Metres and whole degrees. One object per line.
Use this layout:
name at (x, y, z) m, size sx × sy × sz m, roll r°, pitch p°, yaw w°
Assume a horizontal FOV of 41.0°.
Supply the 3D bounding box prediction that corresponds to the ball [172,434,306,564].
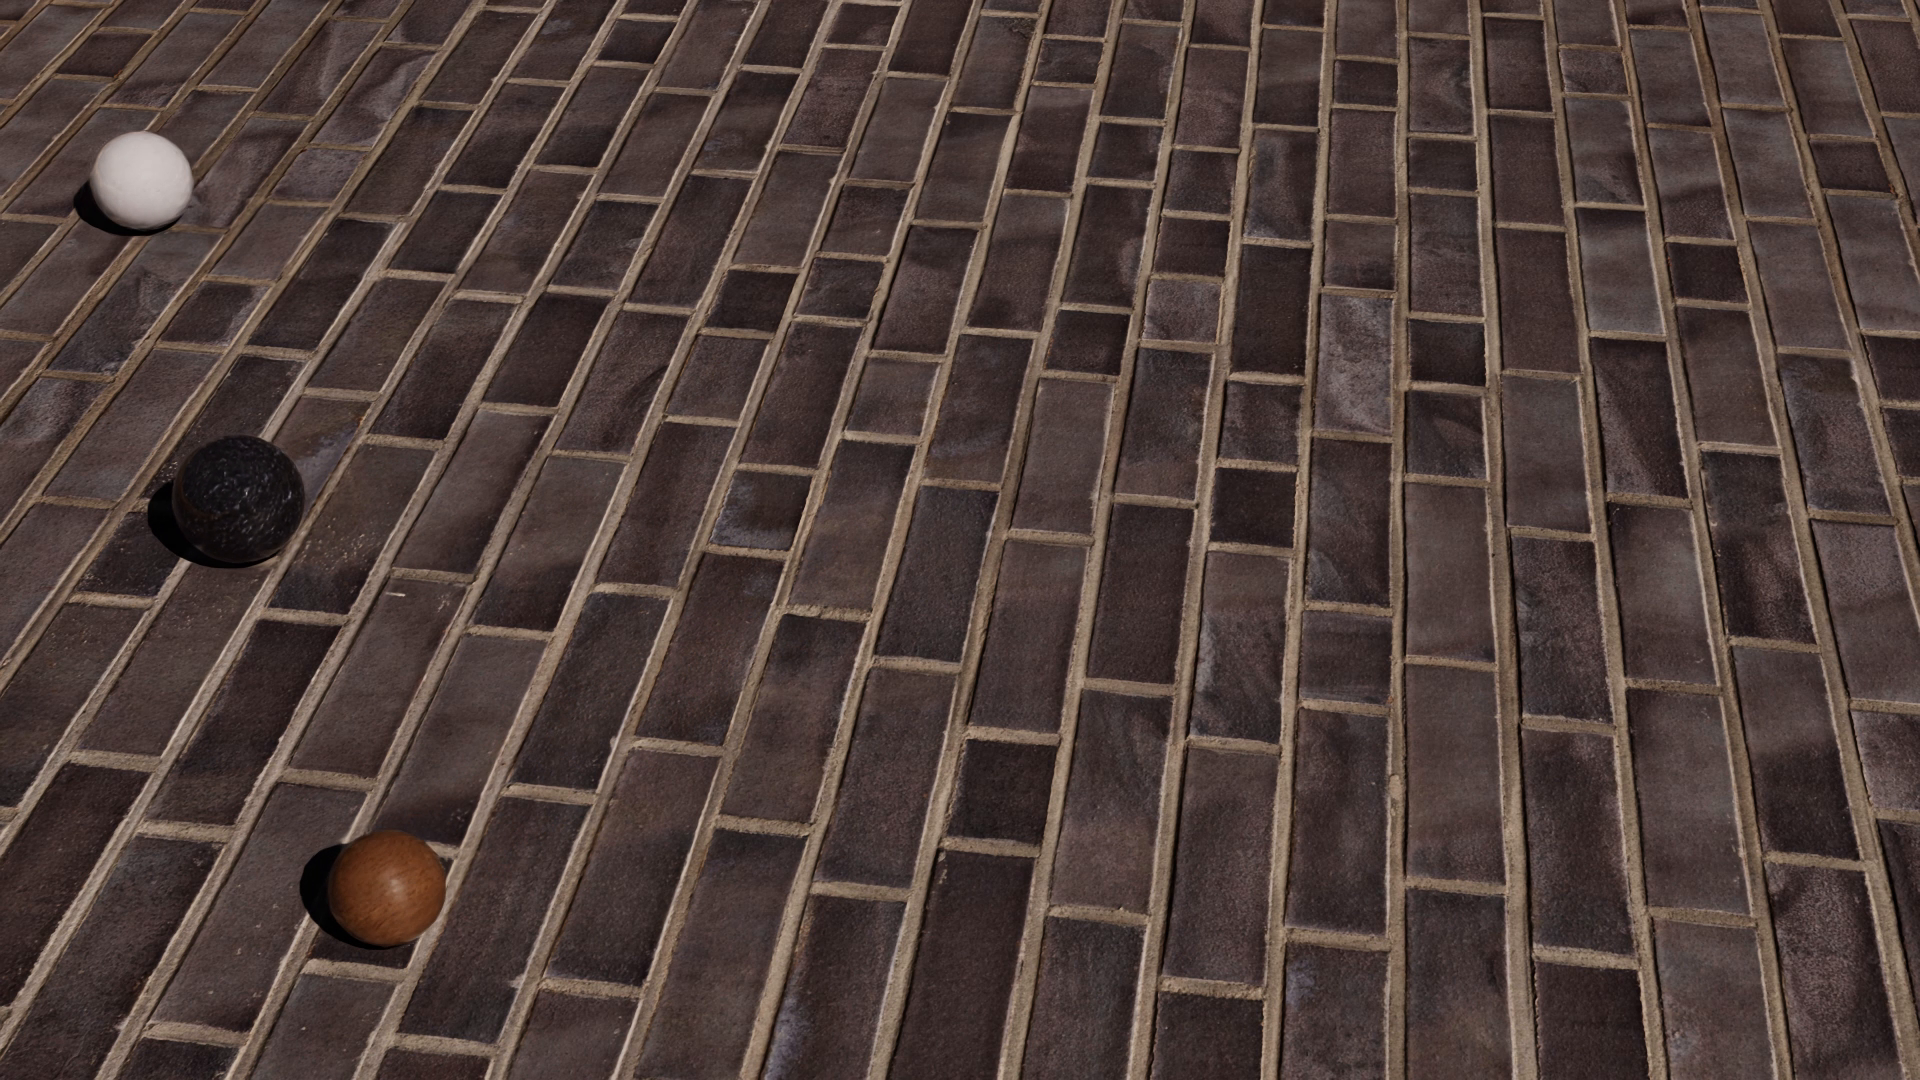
ball at (-0.473, -0.027, 1.684) m, size 0.085 × 0.085 × 0.085 m, roll 0°, pitch 36°, yaw 0°

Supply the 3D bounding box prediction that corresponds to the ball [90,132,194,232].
ball at (-0.653, -0.286, 2.047) m, size 0.079 × 0.079 × 0.079 m, roll 0°, pitch 36°, yaw 0°

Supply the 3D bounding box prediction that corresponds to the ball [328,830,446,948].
ball at (-0.313, 0.190, 1.402) m, size 0.064 × 0.064 × 0.064 m, roll 0°, pitch 36°, yaw 0°
